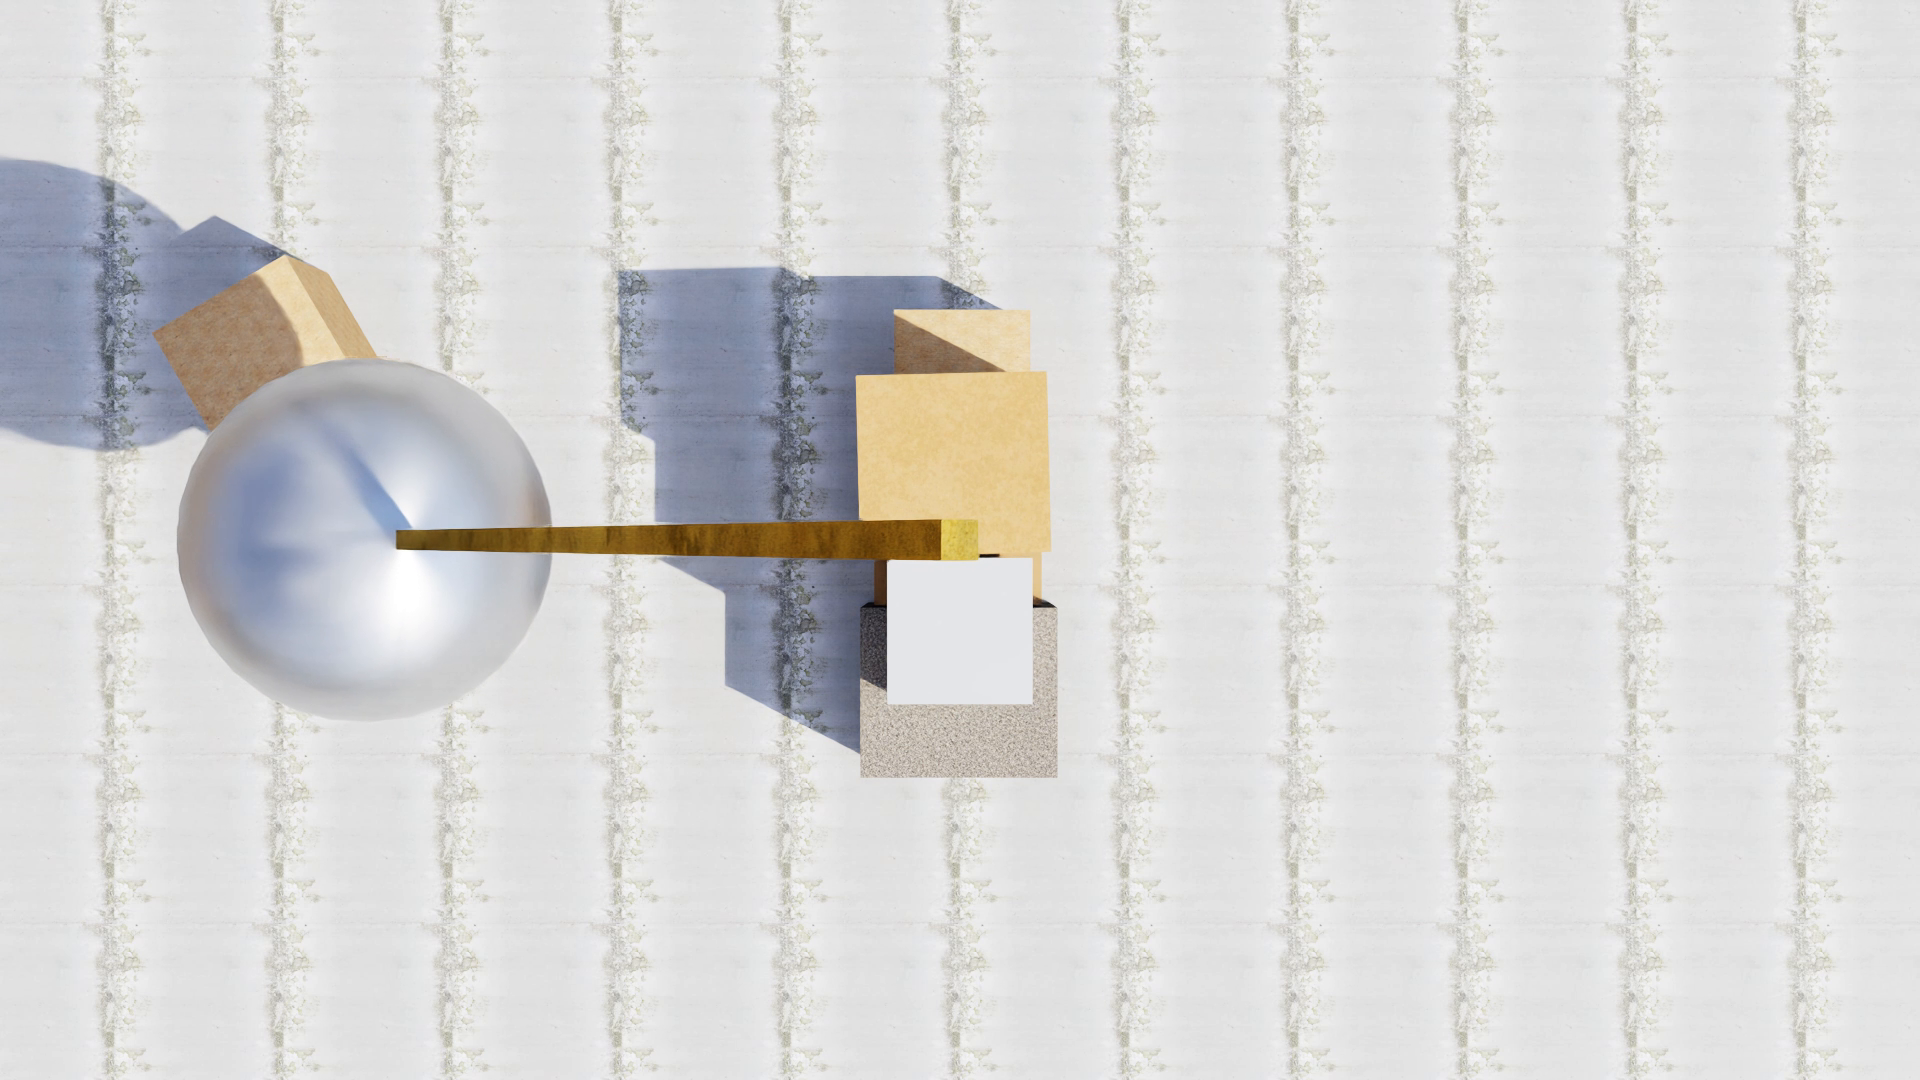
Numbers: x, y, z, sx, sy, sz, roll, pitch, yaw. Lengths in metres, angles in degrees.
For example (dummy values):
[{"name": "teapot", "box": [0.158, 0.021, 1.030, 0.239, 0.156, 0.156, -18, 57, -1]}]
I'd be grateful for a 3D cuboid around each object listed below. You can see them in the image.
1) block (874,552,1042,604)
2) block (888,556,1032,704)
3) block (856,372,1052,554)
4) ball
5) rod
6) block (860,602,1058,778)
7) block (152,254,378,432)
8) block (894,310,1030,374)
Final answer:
[{"name": "block", "box": [-0.012, -0.090, 12.566, 0.923, 0.868, 0.895, 0, 90, 0]}, {"name": "block", "box": [-0.001, 0.464, 11.579, 0.740, 0.728, 0.745, 0, 90, 0]}, {"name": "block", "box": [-0.032, -0.385, 11.634, 0.968, 0.995, 0.917, -1, 90, 0]}, {"name": "ball", "box": [-2.590, 0.000, 9.638, 1.600, 1.600, 1.600, 0, 90, 0]}, {"name": "rod", "box": [-1.123, 0.000, 6.571, 0.080, 5.200, 0.080, 0, 90, -26]}, {"name": "block", "box": [-0.006, 0.830, 12.472, 1.072, 1.057, 0.923, 0, 90, 0]}, {"name": "block", "box": [-3.885, -0.995, 12.580, 0.853, 0.839, 0.852, -31, 90, 0]}, {"name": "block", "box": [0.014, -0.919, 12.669, 0.763, 0.661, 0.744, 0, 90, 0]}]
